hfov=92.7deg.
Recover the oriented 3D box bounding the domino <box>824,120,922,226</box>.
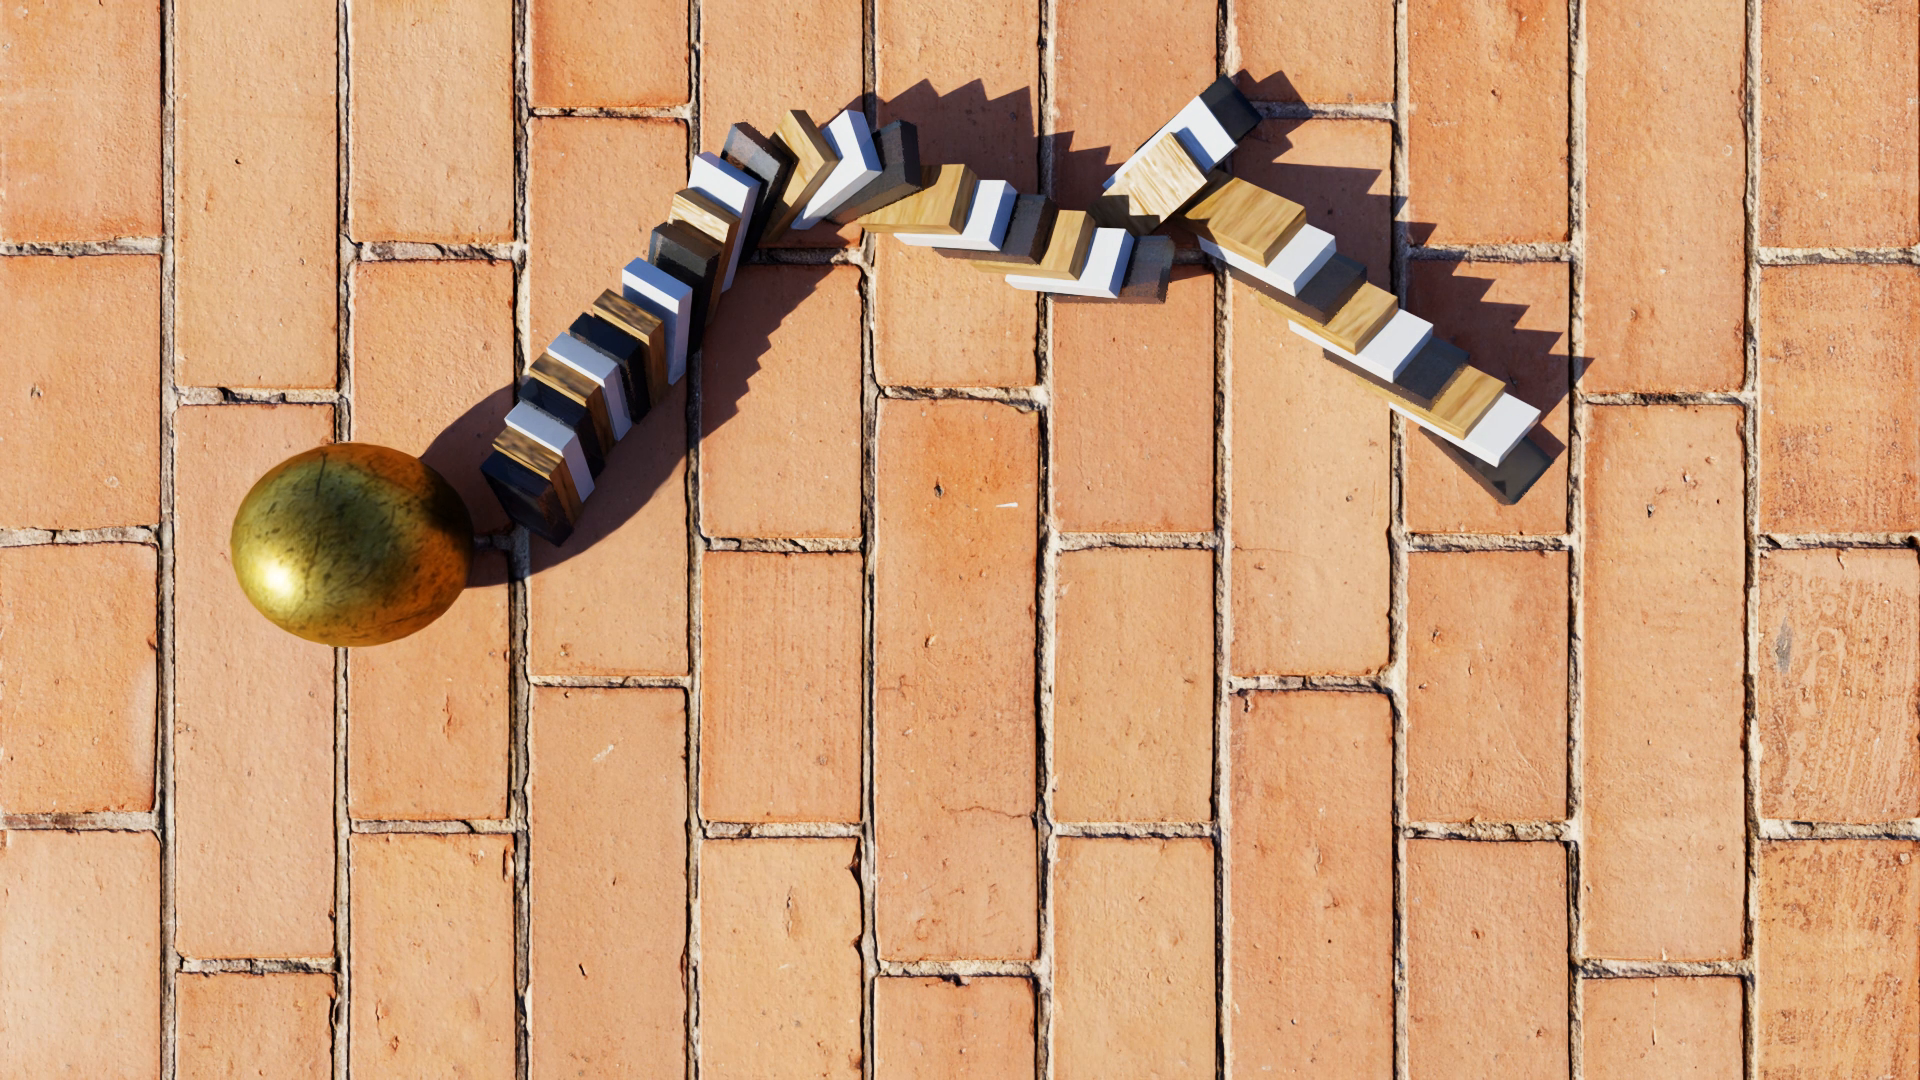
[{"bbox_3d":[-0.038,-0.151,0.380,0.050,0.010,0.025,-6,89,42],"label":"domino"}]

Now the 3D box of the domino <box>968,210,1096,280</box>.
[{"bbox_3d":[0.029,-0.124,0.382,0.050,0.010,0.025,17,91,34],"label":"domino"}]

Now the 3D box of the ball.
[{"bbox_3d":[-0.236,0.002,0.360,0.080,0.080,0.080,0,90,0],"label":"ball"}]

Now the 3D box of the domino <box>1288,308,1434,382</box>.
[{"bbox_3d":[0.167,-0.089,0.383,0.025,0.010,0.050,-49,59,0],"label":"domino"}]

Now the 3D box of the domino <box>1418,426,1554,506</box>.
[{"bbox_3d":[0.227,-0.041,0.395,0.050,0.010,0.025,42,90,0],"label":"domino"}]

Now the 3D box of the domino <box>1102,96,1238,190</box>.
[{"bbox_3d":[0.087,-0.156,0.383,0.050,0.010,0.025,-37,91,31],"label":"domino"}]

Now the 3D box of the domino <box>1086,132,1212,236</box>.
[{"bbox_3d":[0.076,-0.141,0.382,0.050,0.010,0.025,-37,91,34],"label":"domino"}]

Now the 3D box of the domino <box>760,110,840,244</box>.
[{"bbox_3d":[-0.073,-0.150,0.380,0.050,0.010,0.025,-35,89,40],"label":"domino"}]

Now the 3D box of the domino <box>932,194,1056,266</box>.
[{"bbox_3d":[0.014,-0.130,0.382,0.050,0.009,0.025,17,90,34],"label":"domino"}]

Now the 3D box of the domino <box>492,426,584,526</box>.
[{"bbox_3d":[-0.172,-0.025,0.375,0.025,0.050,0.009,30,65,0],"label":"domino"}]

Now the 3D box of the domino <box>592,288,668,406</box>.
[{"bbox_3d":[-0.134,-0.078,0.376,0.025,0.050,0.009,30,62,0],"label":"domino"}]

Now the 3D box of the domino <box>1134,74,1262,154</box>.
[{"bbox_3d":[0.102,-0.173,0.395,0.050,0.010,0.025,-41,90,0],"label":"domino"}]

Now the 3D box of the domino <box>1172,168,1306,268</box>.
[{"bbox_3d":[0.115,-0.135,0.382,0.025,0.010,0.050,-48,56,0],"label":"domino"}]

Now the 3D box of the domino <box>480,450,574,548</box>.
[{"bbox_3d":[-0.176,-0.016,0.375,0.025,0.050,0.010,30,65,0],"label":"domino"}]

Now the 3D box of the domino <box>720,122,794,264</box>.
[{"bbox_3d":[-0.091,-0.143,0.380,0.025,0.009,0.050,40,129,1],"label":"domino"}]

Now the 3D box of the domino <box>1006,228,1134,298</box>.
[{"bbox_3d":[0.045,-0.117,0.382,0.050,0.010,0.025,16,91,34],"label":"domino"}]

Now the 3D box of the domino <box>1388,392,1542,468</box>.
[{"bbox_3d":[0.210,-0.055,0.383,0.025,0.010,0.050,-48,59,0],"label":"domino"}]

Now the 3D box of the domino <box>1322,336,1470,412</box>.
[{"bbox_3d":[0.181,-0.077,0.383,0.050,0.009,0.025,40,89,31],"label":"domino"}]

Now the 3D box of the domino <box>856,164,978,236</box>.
[{"bbox_3d":[-0.019,-0.142,0.382,0.050,0.010,0.025,15,90,35],"label":"domino"}]

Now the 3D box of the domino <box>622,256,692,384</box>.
[{"bbox_3d":[-0.125,-0.089,0.377,0.025,0.050,0.010,30,53,0],"label":"domino"}]

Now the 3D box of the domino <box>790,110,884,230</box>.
[{"bbox_3d":[-0.055,-0.152,0.380,0.050,0.009,0.025,-19,90,41],"label":"domino"}]

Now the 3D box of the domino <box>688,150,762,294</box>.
[{"bbox_3d":[-0.102,-0.131,0.380,0.025,0.010,0.050,32,128,2],"label":"domino"}]

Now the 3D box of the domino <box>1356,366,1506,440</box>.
[{"bbox_3d":[0.195,-0.065,0.383,0.025,0.009,0.050,-49,59,0],"label":"domino"}]

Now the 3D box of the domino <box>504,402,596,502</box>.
[{"bbox_3d":[-0.167,-0.035,0.375,0.025,0.050,0.010,30,65,0],"label":"domino"}]

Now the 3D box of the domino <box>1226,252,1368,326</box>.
[{"bbox_3d":[0.140,-0.112,0.382,0.025,0.010,0.050,-47,56,0],"label":"domino"}]

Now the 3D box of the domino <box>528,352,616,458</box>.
[{"bbox_3d":[-0.158,-0.054,0.375,0.025,0.050,0.010,30,65,0],"label":"domino"}]

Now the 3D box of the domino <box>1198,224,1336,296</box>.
[{"bbox_3d":[0.127,-0.124,0.382,0.025,0.009,0.050,-48,56,0],"label":"domino"}]

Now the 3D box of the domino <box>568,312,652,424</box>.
[{"bbox_3d":[-0.142,-0.069,0.375,0.025,0.050,0.009,30,64,0],"label":"domino"}]

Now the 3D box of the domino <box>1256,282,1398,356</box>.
[{"bbox_3d":[0.152,-0.100,0.382,0.025,0.009,0.050,-47,56,1],"label":"domino"}]

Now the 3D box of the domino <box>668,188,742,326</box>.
[{"bbox_3d":[-0.110,-0.116,0.381,0.025,0.010,0.050,30,128,0],"label":"domino"}]

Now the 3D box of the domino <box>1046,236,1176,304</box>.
[{"bbox_3d":[0.062,-0.112,0.382,0.050,0.009,0.025,10,90,33],"label":"domino"}]

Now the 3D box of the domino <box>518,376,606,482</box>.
[{"bbox_3d":[-0.162,-0.044,0.375,0.025,0.050,0.010,30,65,0],"label":"domino"}]

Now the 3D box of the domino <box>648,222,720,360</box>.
[{"bbox_3d":[-0.117,-0.102,0.379,0.025,0.010,0.050,30,133,0],"label":"domino"}]

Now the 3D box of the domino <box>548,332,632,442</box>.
[{"bbox_3d":[-0.151,-0.062,0.375,0.025,0.050,0.009,30,65,0],"label":"domino"}]

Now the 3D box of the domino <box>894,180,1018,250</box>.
[{"bbox_3d":[-0.003,-0.136,0.382,0.050,0.010,0.025,16,90,34],"label":"domino"}]
